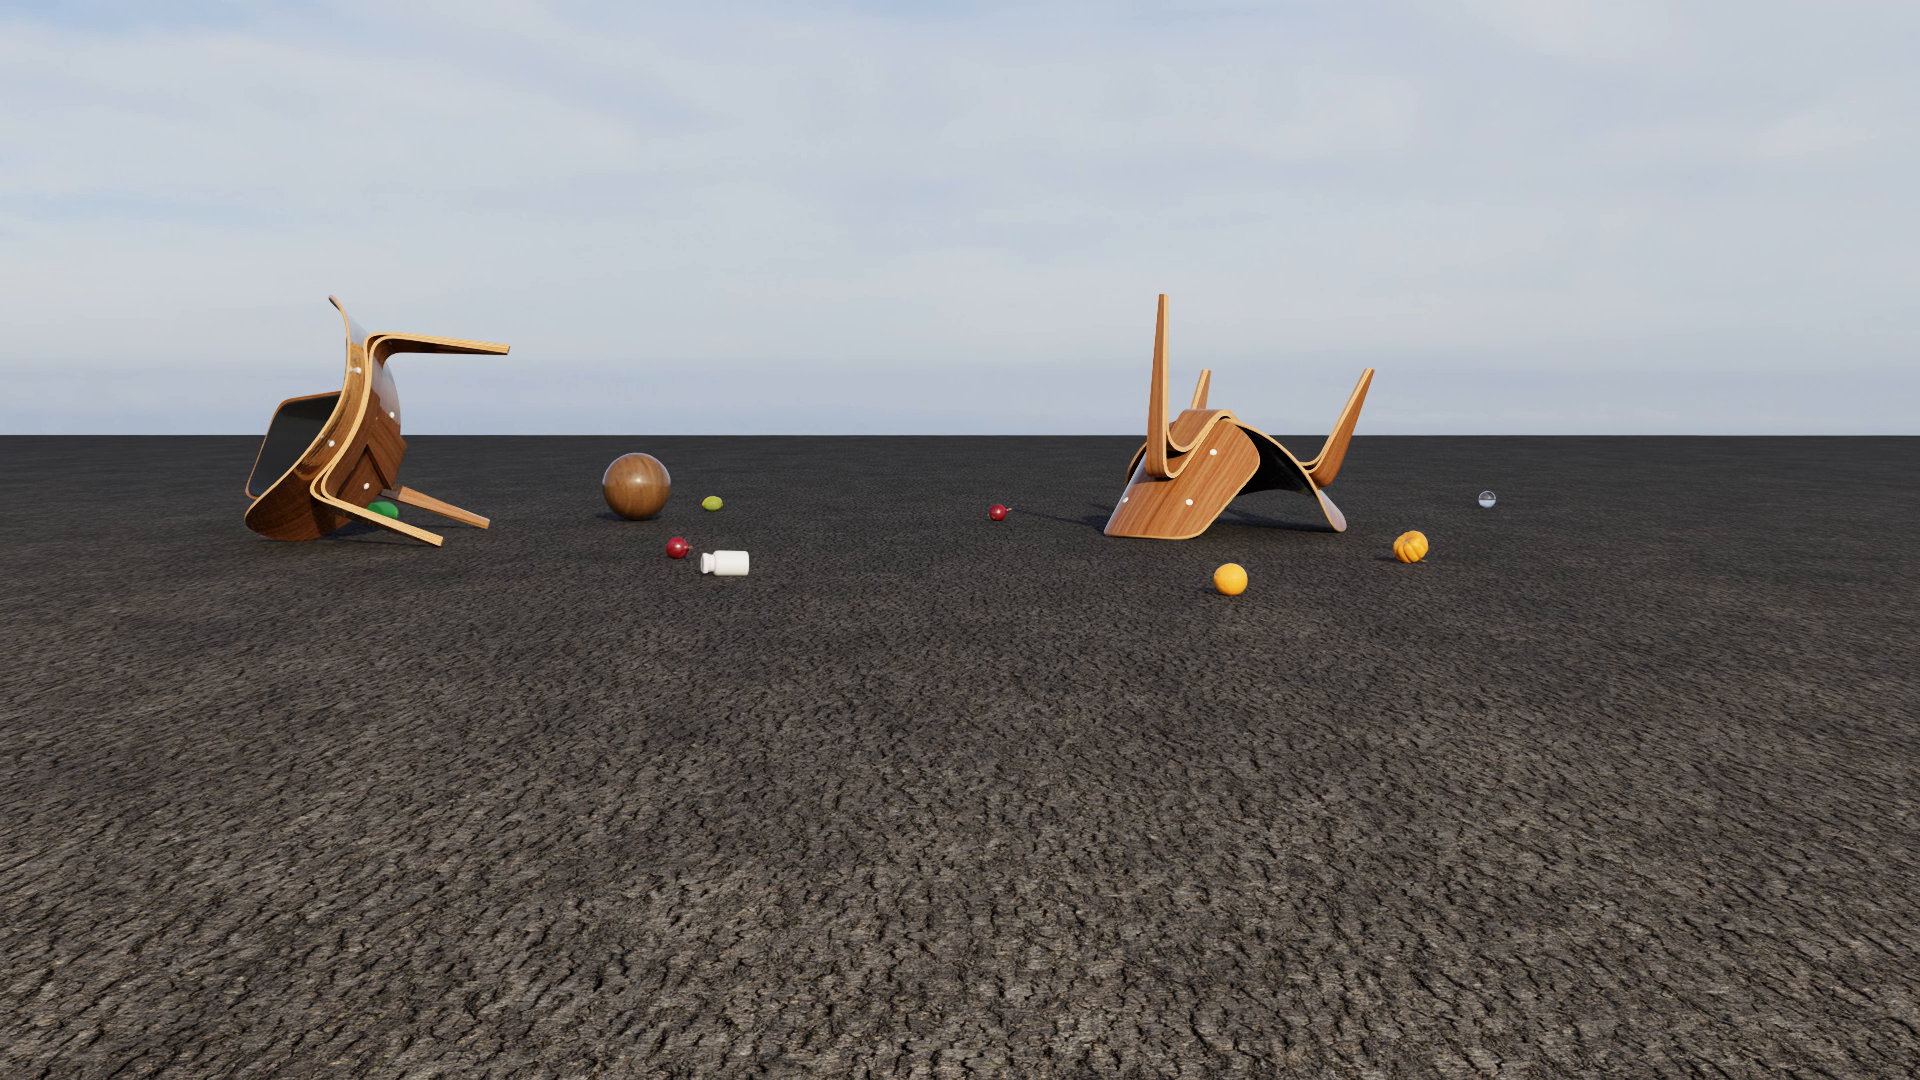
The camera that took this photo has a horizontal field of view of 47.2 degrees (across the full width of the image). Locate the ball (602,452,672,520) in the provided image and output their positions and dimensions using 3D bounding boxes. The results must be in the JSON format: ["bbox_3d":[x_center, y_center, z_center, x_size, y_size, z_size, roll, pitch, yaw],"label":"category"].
[{"bbox_3d":[-1.101,-0.181,7.490,0.232,0.232,0.232,0,4,0],"label":"ball"}]

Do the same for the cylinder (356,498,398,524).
[{"bbox_3d":[-1.943,-0.090,7.330,0.105,0.072,0.087,-7,18,30],"label":"cylinder"}]

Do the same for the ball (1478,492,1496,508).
[{"bbox_3d":[1.990,-0.152,8.299,0.064,0.064,0.064,0,4,0],"label":"ball"}]
